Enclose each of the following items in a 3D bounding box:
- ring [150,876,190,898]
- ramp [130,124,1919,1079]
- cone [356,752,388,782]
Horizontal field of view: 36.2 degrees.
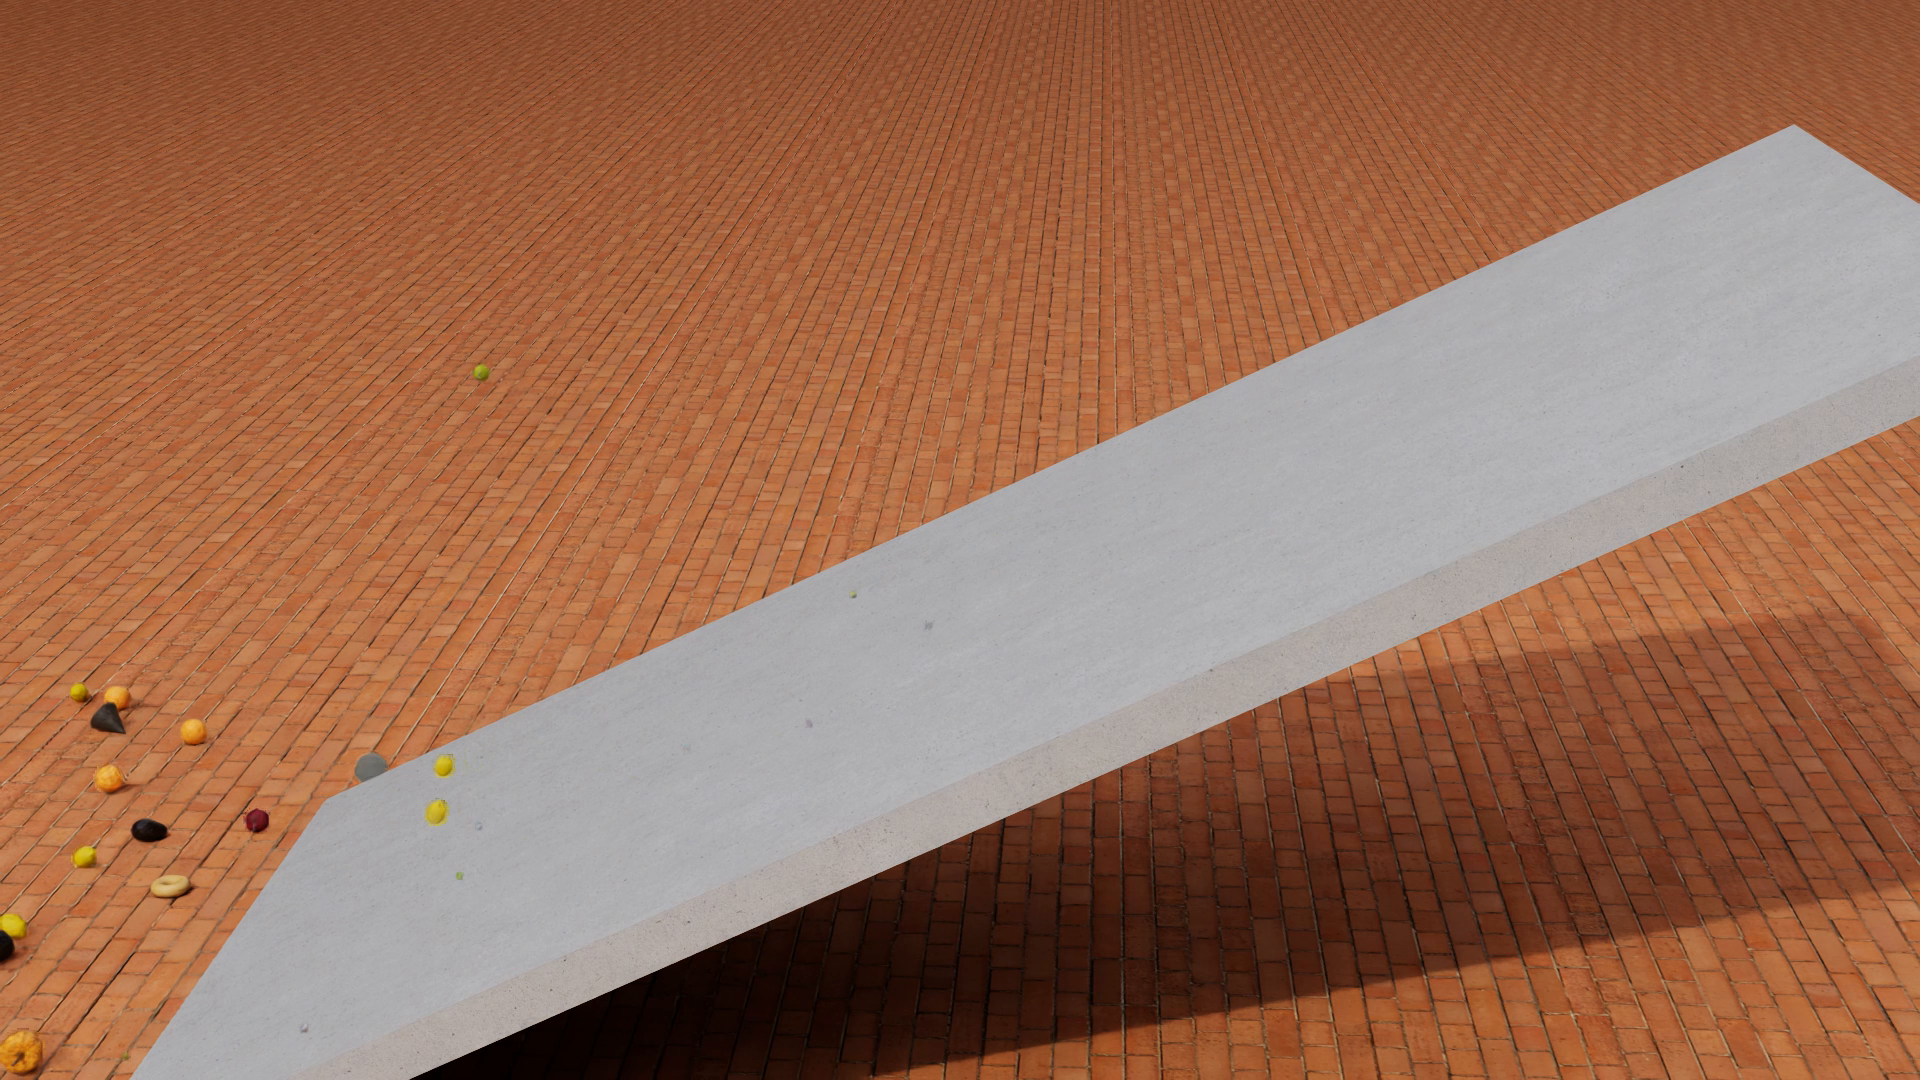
[{"bbox_3d":[-1.933,0.848,7.202,0.095,0.032,0.095,-1,16,0],"label":"ring"},{"bbox_3d":[0.137,0.168,6.281,4.000,0.100,2.000,-25,14,9],"label":"ramp"},{"bbox_3d":[-1.580,0.625,7.952,0.090,0.090,0.090,1,-11,2],"label":"cone"}]
